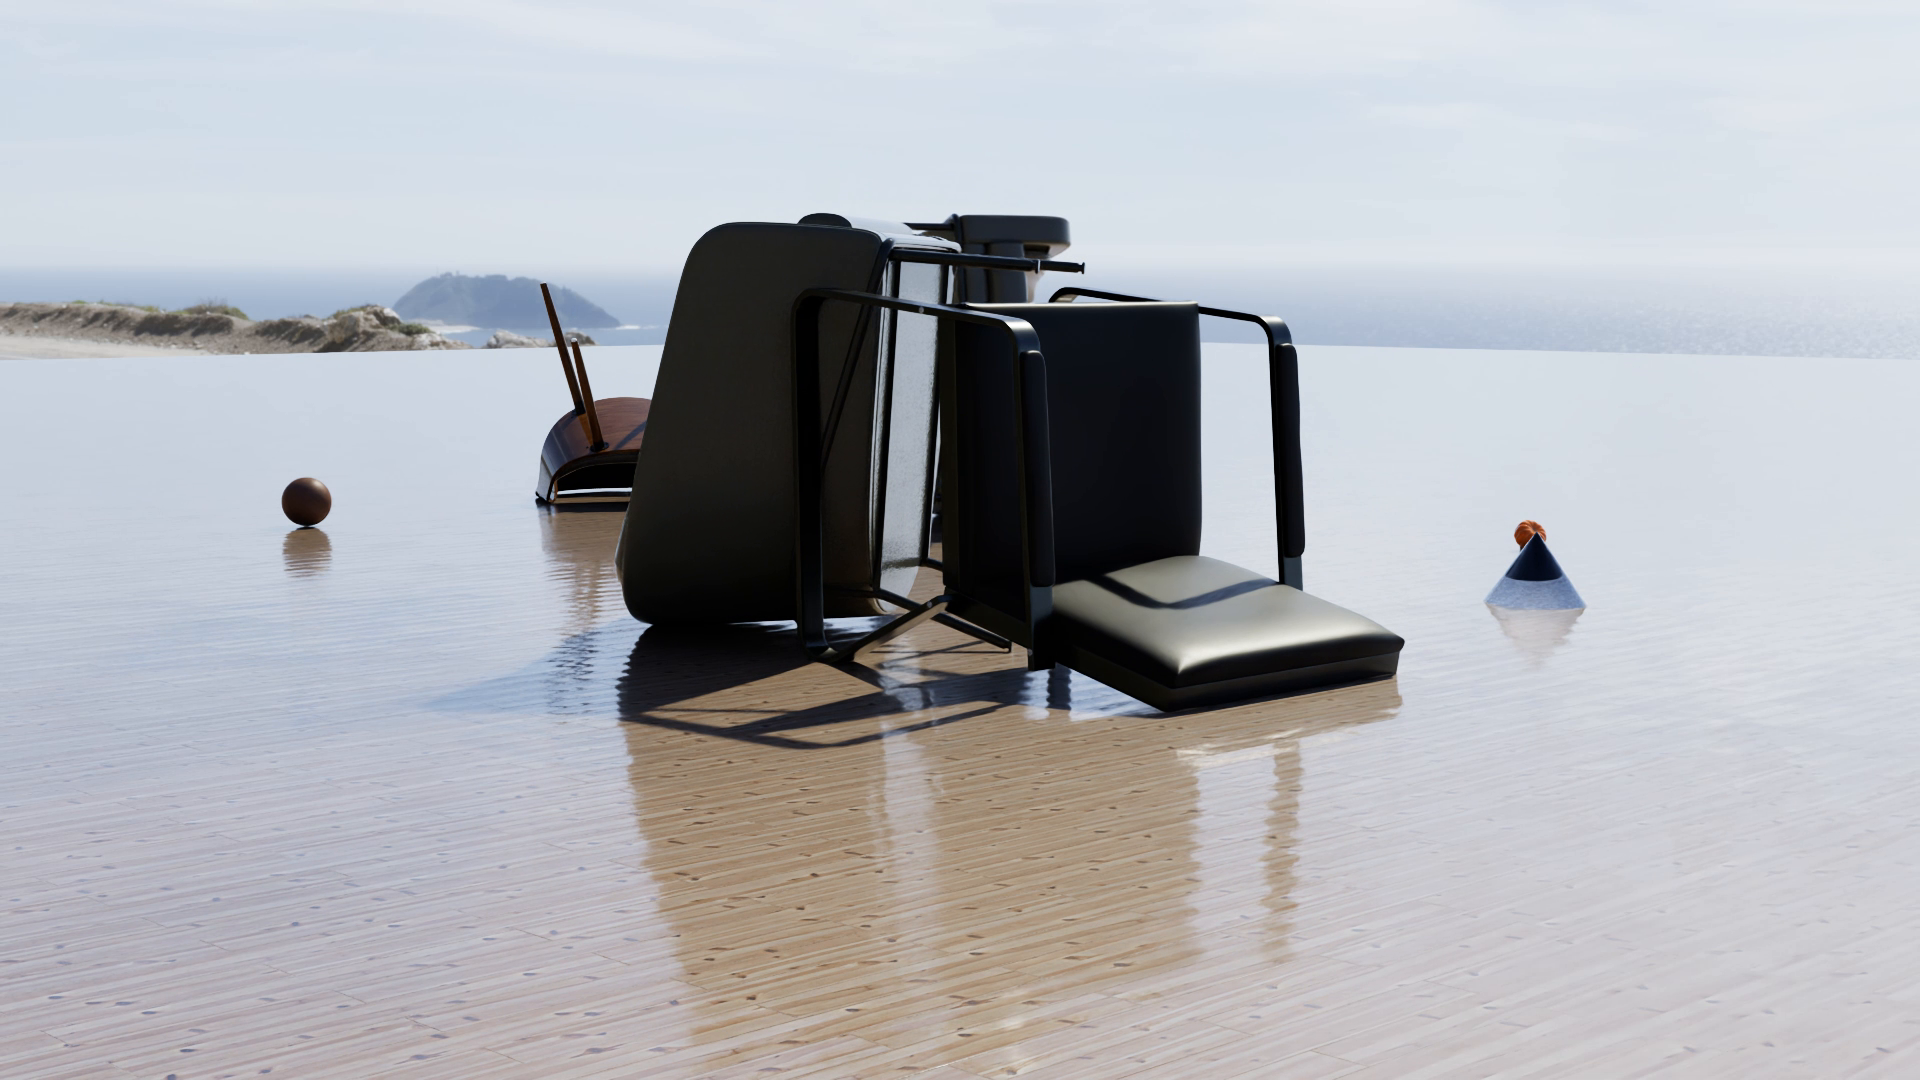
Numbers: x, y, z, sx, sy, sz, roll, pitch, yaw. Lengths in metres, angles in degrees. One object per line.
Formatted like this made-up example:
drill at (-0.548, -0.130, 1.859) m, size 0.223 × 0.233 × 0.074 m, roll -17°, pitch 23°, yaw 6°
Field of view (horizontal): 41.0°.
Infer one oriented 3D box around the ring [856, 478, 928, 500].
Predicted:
ring at (-0.199, -0.153, 7.642) m, size 0.223 × 0.055 × 0.196 m, roll -5°, pitch 8°, yaw -34°

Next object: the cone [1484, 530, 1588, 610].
cone at (1.163, 0.054, 5.178) m, size 0.192 × 0.146 × 0.229 m, roll -3°, pitch 7°, yaw -29°
